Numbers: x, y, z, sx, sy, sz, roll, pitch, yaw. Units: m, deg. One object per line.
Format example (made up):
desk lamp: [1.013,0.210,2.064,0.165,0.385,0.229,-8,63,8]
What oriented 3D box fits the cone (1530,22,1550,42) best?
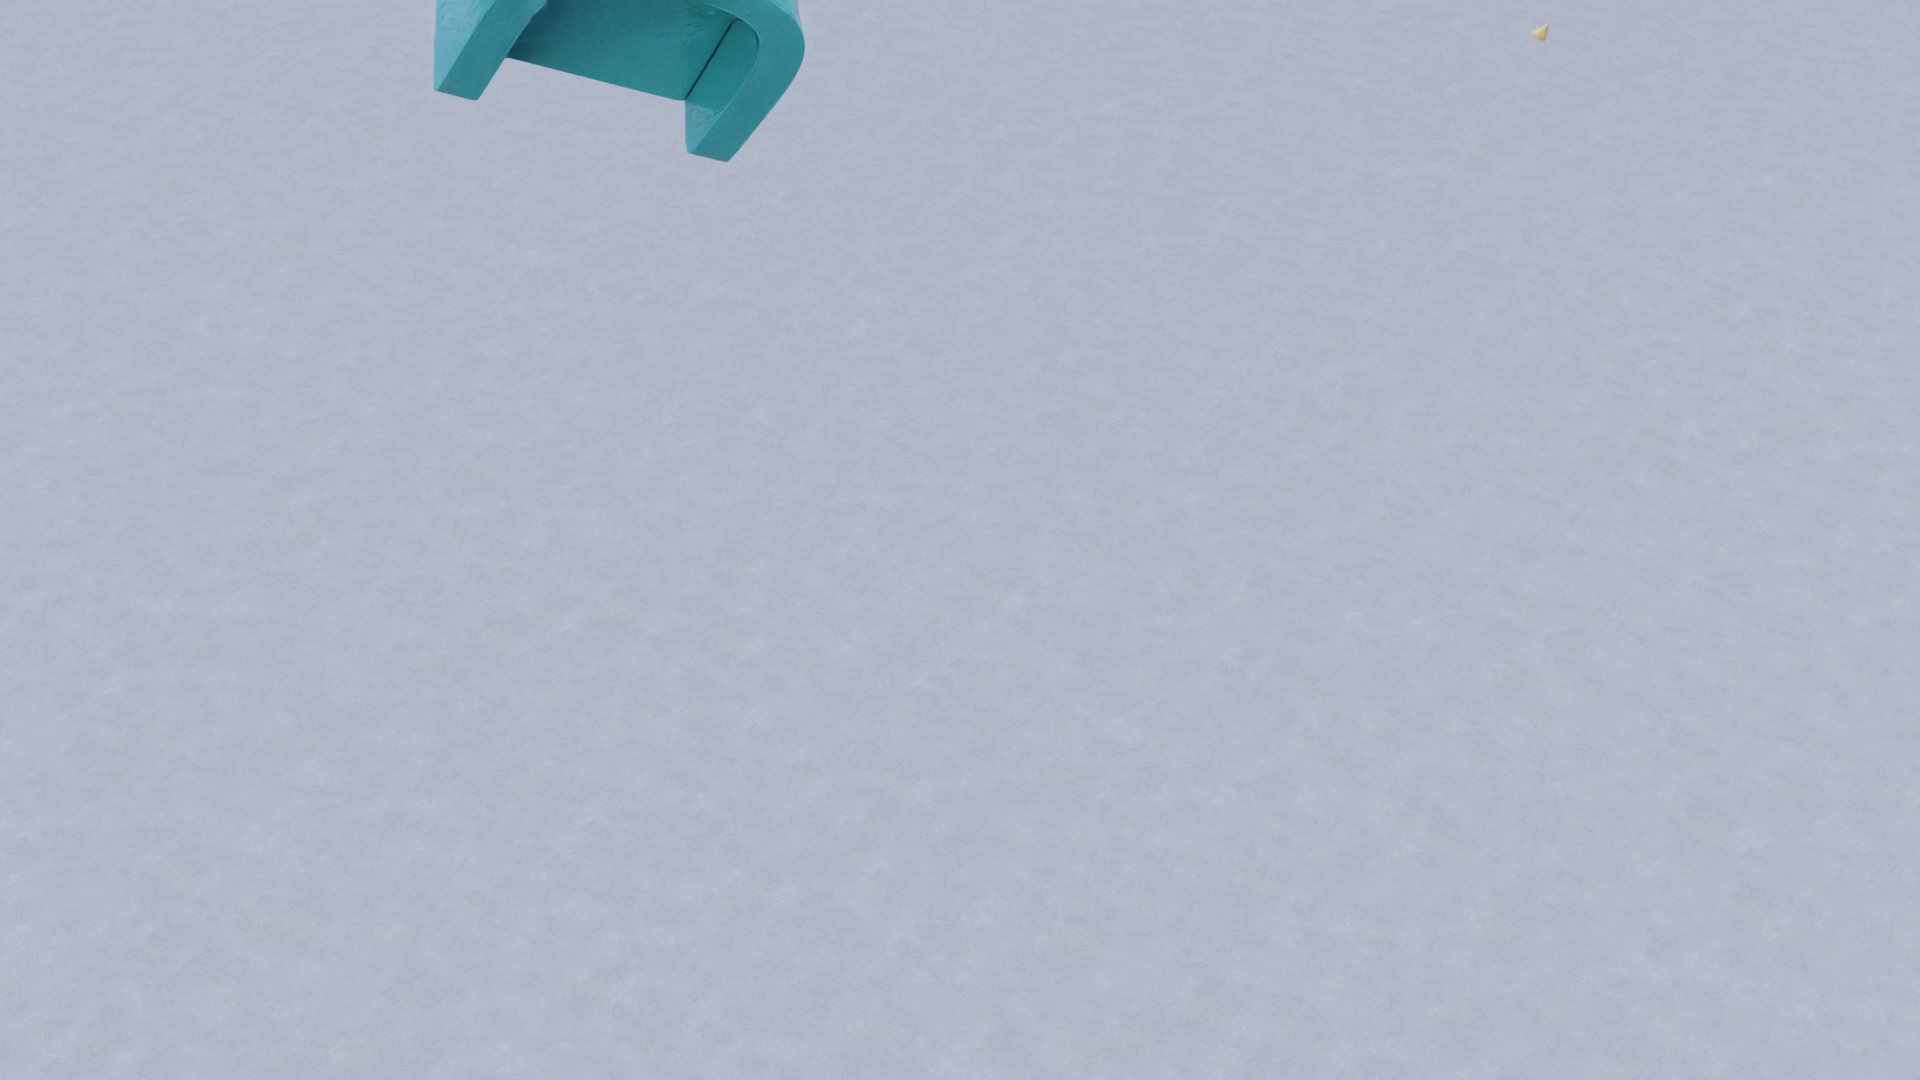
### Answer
cone: [1.887,-1.651,9.477,0.074,0.060,0.042,17,39,-35]
